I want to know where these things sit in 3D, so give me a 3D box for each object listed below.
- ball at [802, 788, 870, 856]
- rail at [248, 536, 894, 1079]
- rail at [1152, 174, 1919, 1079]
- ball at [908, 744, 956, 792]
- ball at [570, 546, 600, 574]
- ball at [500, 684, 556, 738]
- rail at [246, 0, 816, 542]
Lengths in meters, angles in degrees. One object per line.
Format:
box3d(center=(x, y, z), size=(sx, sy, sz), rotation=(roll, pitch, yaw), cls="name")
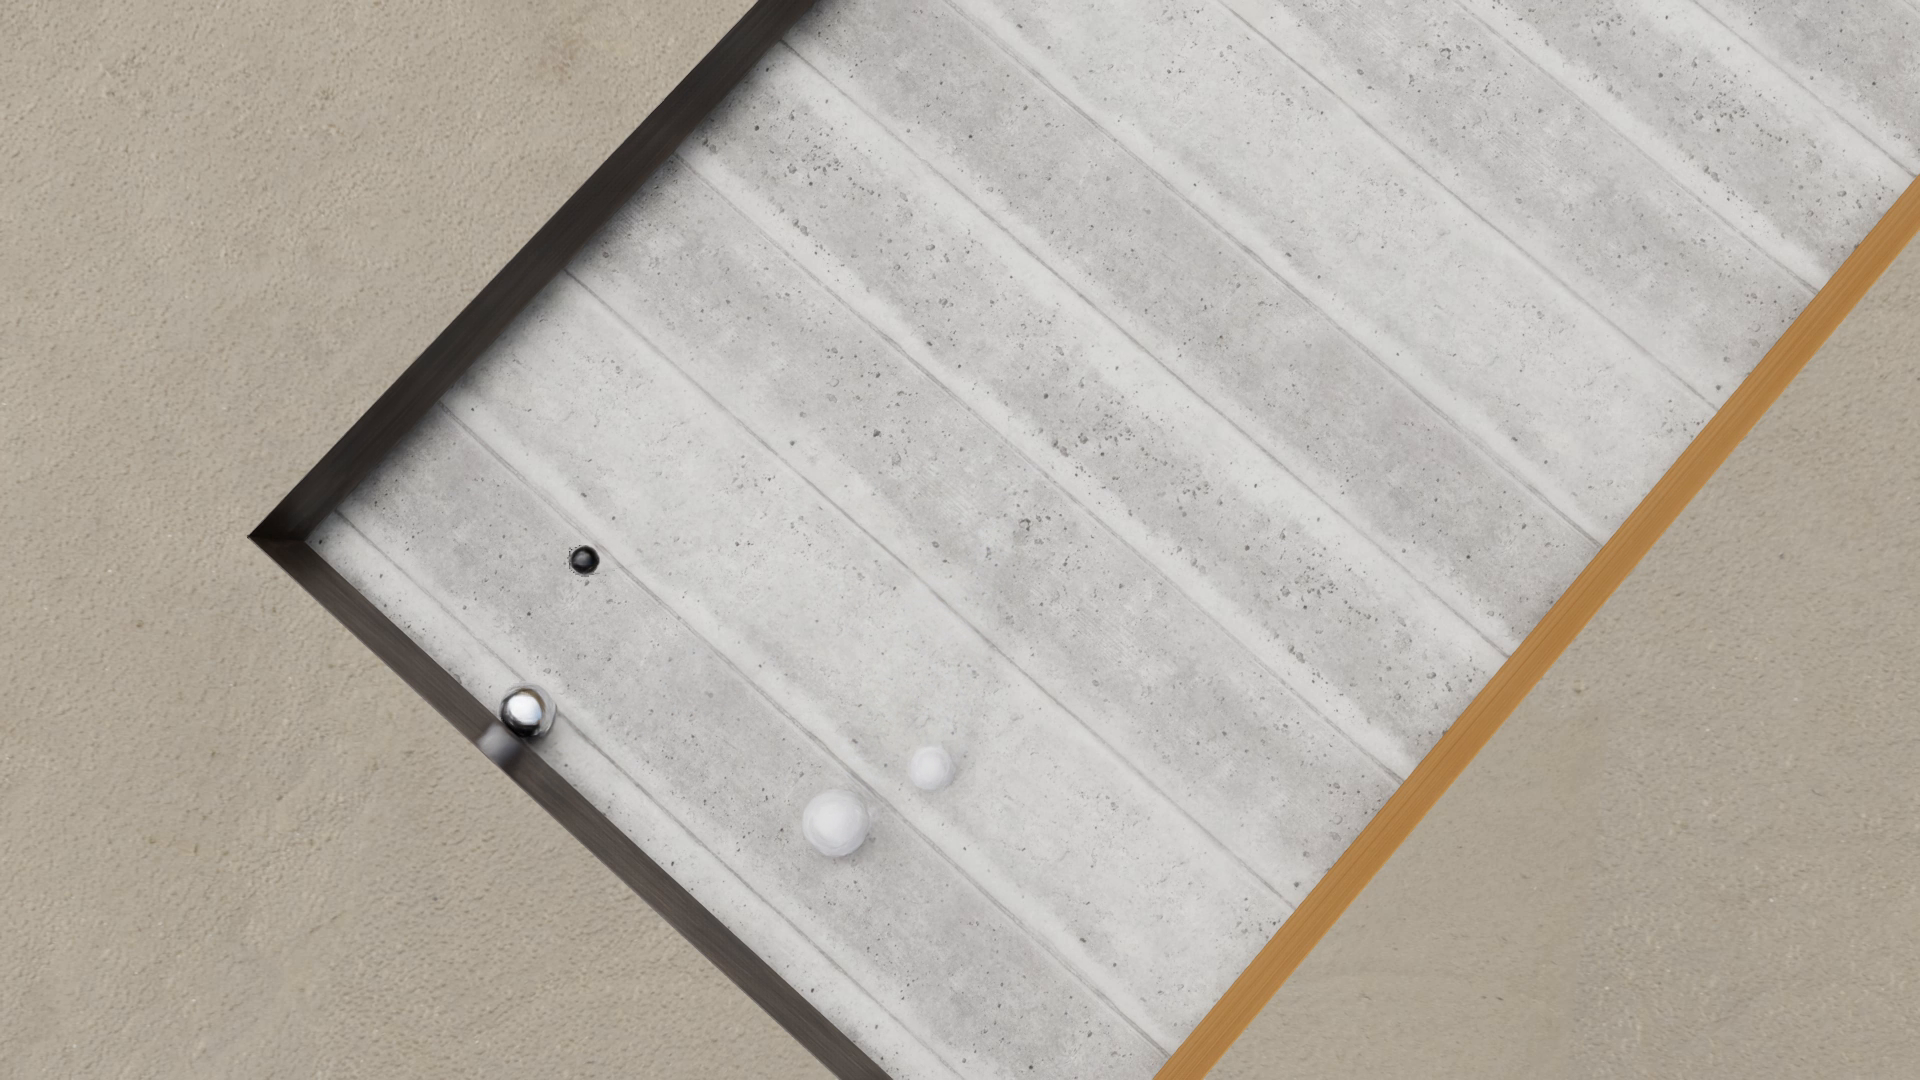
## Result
box3d(center=(-0.180, 0.410, 3.197), size=(0.097, 0.097, 0.097), rotation=(0, 80, 0), cls="ball")
box3d(center=(-0.444, 0.490, 3.167), size=(1.536, 0.126, 0.045), rotation=(41, 83, 6), cls="rail")
box3d(center=(1.017, -0.031, 3.255), size=(0.045, 0.126, 2.775), rotation=(41, 83, 6), cls="rail")
box3d(center=(-0.041, 0.334, 3.224), size=(0.068, 0.068, 0.068), rotation=(0, 80, 0), cls="ball")
box3d(center=(-0.561, 0.030, 3.288), size=(0.043, 0.043, 0.043), rotation=(0, 80, 0), cls="ball")
box3d(center=(-0.635, 0.251, 3.232), size=(0.080, 0.080, 0.080), rotation=(0, 80, 0), cls="ball")
box3d(center=(-0.098, -1.004, 3.420), size=(0.045, 0.126, 2.775), rotation=(41, 83, 6), cls="rail")
